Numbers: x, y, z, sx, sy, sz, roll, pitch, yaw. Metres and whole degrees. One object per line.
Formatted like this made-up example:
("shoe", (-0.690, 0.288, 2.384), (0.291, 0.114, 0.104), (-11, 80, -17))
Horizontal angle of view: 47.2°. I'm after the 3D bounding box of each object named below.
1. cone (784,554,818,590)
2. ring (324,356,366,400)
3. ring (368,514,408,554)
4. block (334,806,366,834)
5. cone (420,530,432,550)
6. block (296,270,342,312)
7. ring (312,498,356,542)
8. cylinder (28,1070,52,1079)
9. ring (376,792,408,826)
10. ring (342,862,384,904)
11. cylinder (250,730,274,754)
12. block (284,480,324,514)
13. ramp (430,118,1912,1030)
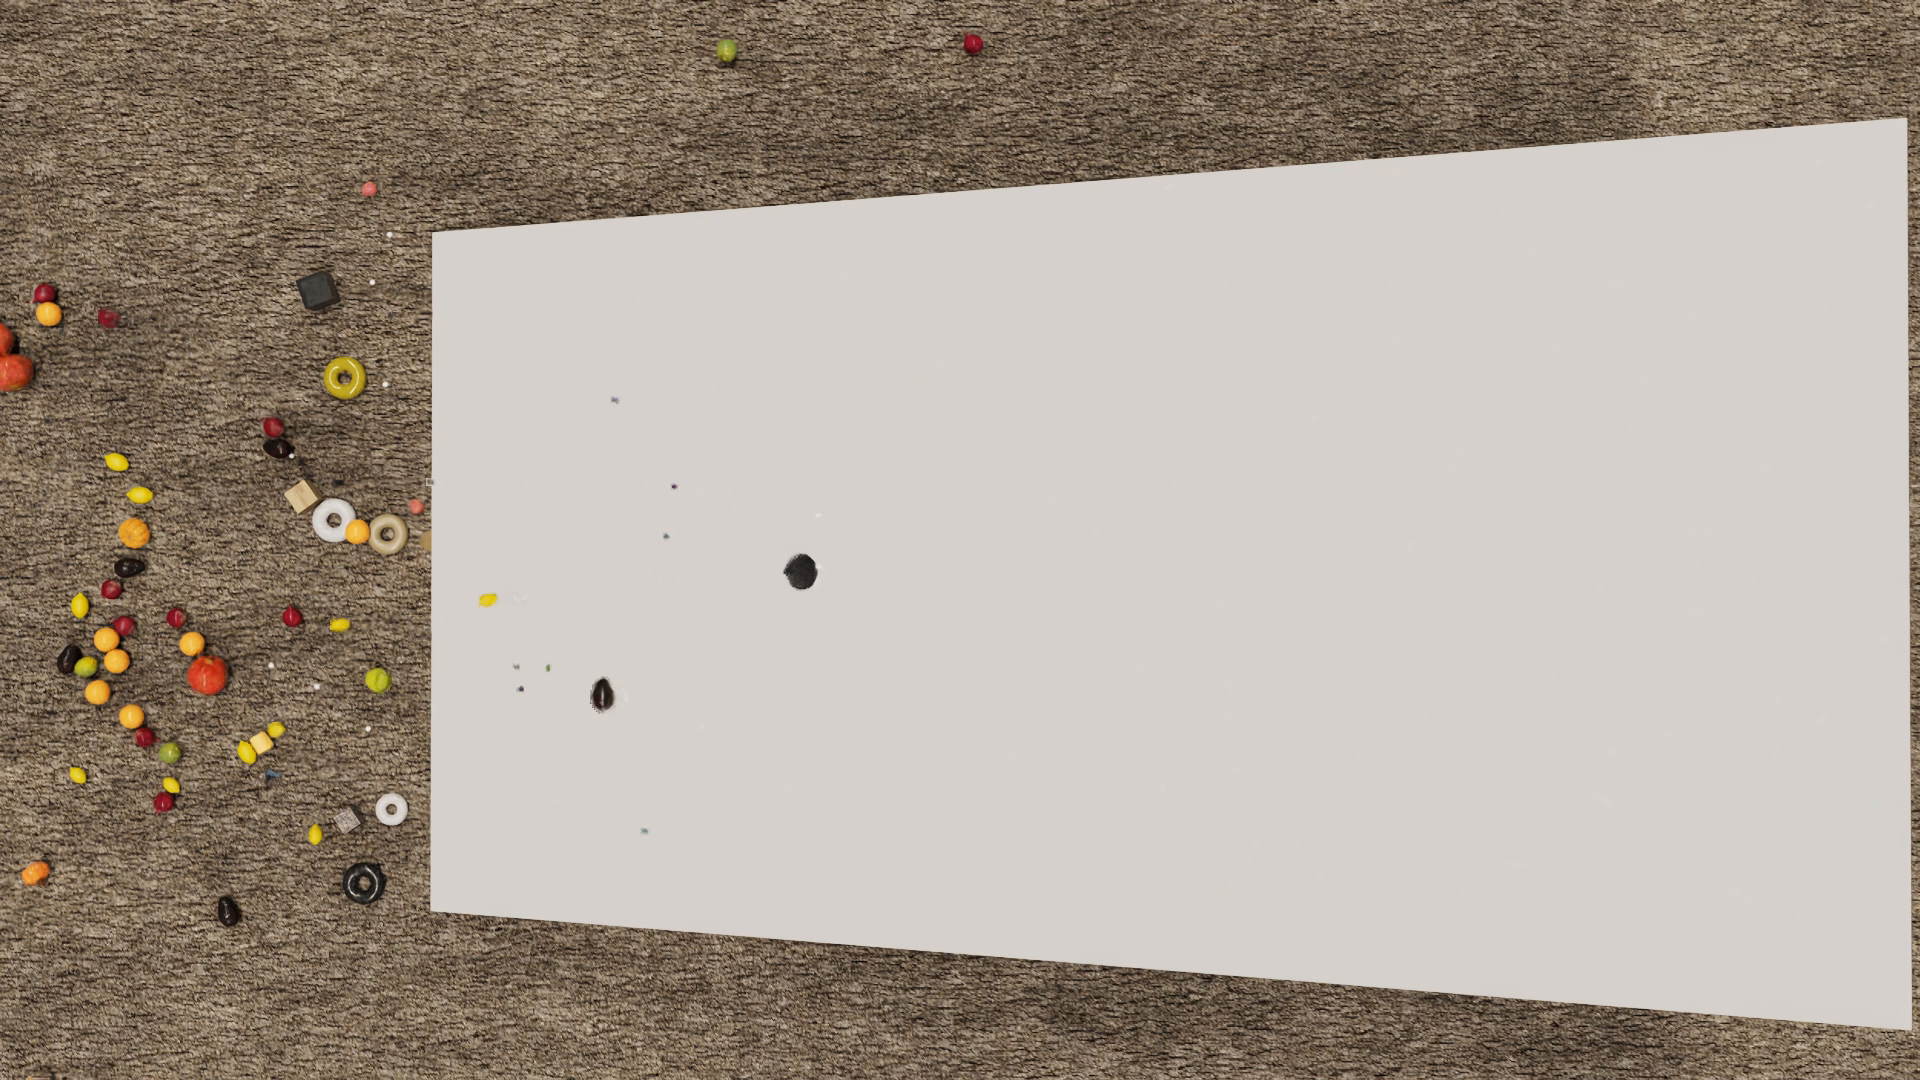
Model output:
("cone", (-0.451, 0.086, 5.923), (0.098, 0.098, 0.098), (0, 89, 25))
("ring", (-1.834, -0.484, 6.559), (0.128, 0.043, 0.128), (0, 89, 1))
("ring", (-1.706, -0.017, 6.554), (0.123, 0.041, 0.123), (0, 88, -1))
("block", (-1.814, 0.831, 6.535), (0.058, 0.058, 0.058), (-34, 89, 0))
("cone", (-1.587, 0.002, 6.544), (0.060, 0.060, 0.060), (0, 89, 0))
("block", (-1.908, -0.740, 6.539), (0.087, 0.087, 0.087), (-20, 89, 0))
("ring", (-1.864, -0.059, 6.553), (0.131, 0.044, 0.131), (0, 90, -1))
("cylinder", (-2.732, 1.620, 6.520), (0.070, 0.070, 0.070), (20, 112, 0))
("ring", (-1.692, 0.802, 6.549), (0.098, 0.033, 0.098), (0, 89, 1))
("ring", (-1.774, 1.022, 6.542), (0.126, 0.042, 0.126), (0, 90, 0))
("cylinder", (-2.076, 0.603, 6.541), (0.052, 0.052, 0.052), (-33, 89, 0))
("block", (-1.949, -0.128, 6.539), (0.072, 0.072, 0.072), (-36, 89, 0))
("ramp", (0.282, 0.083, 5.697), (4.000, 0.100, 2.000), (0, 89, 25))
